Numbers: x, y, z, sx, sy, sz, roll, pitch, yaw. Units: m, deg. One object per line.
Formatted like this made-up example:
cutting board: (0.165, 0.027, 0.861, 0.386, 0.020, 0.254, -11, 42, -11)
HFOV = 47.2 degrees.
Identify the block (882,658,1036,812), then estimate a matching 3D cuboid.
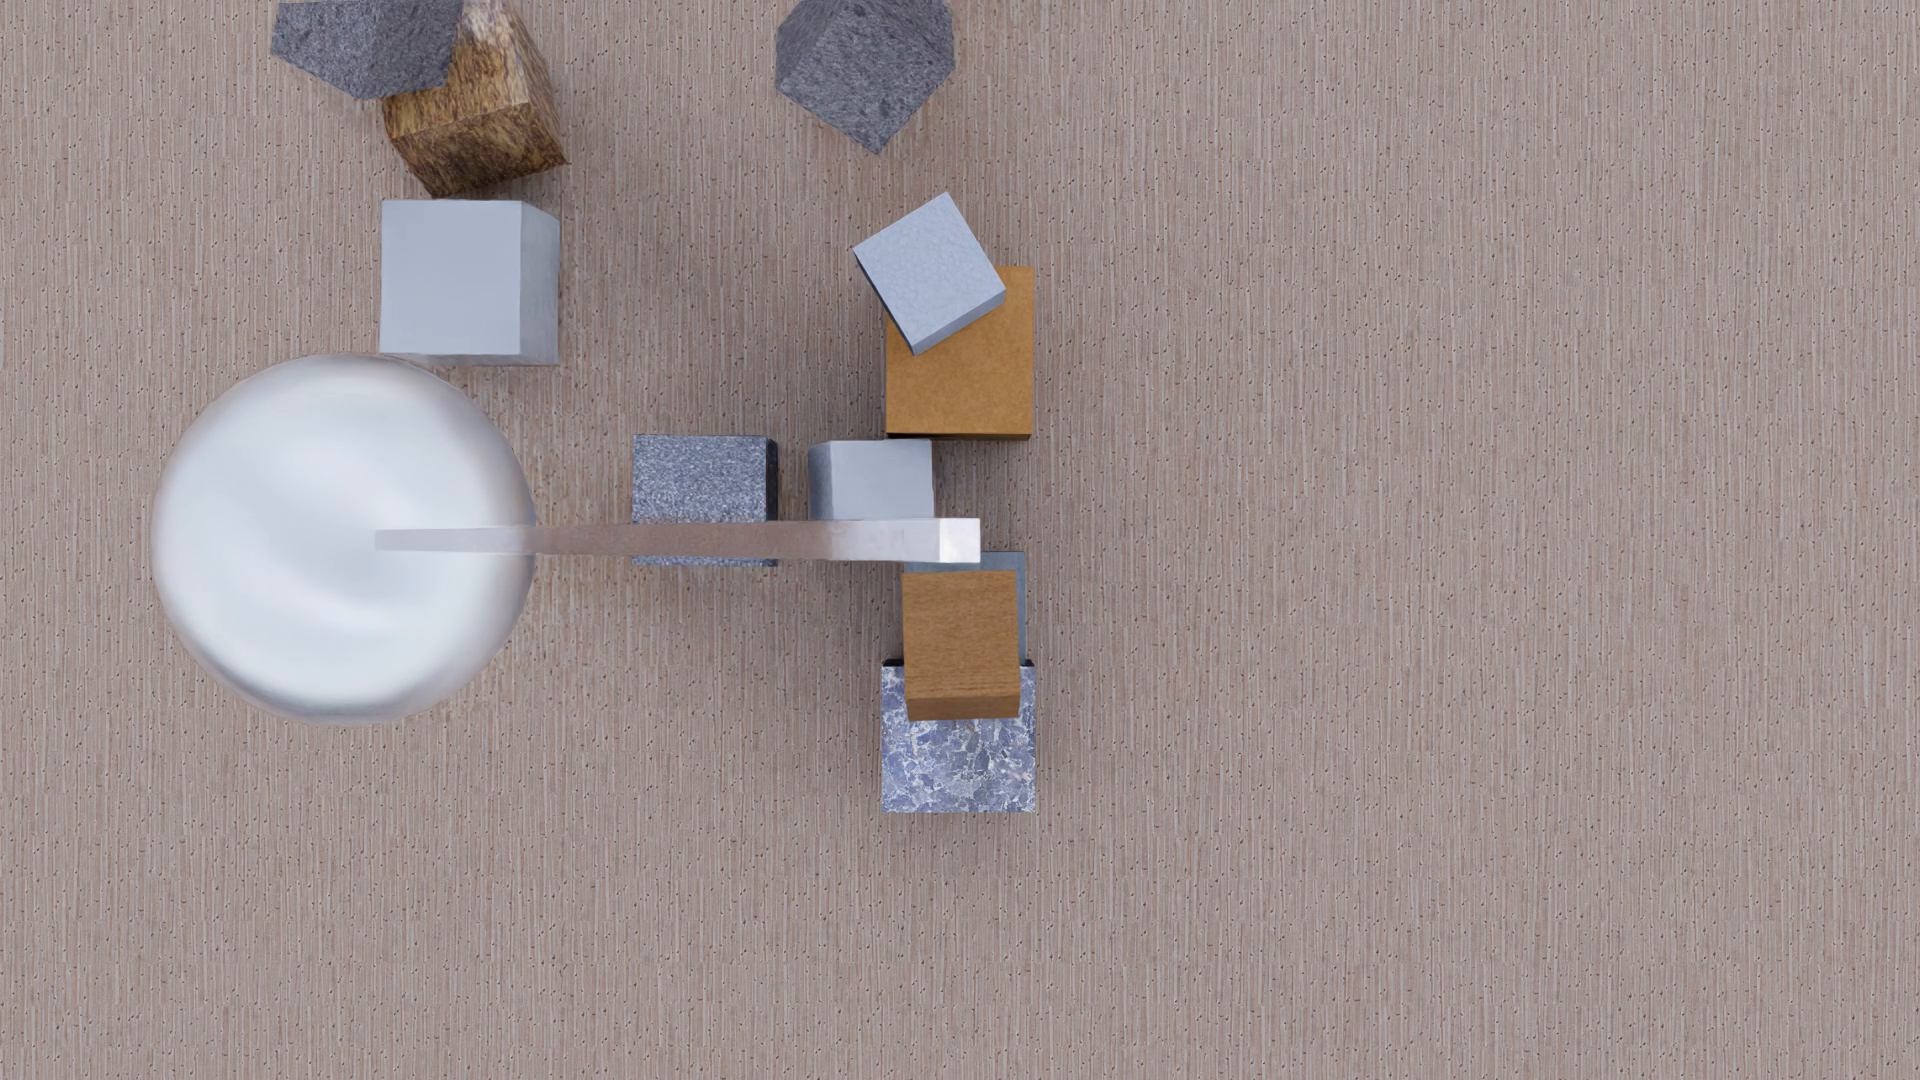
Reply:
block: (-0.009, 1.107, 12.601, 0.850, 0.797, 0.808, 0, 90, 0)

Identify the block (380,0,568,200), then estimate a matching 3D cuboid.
block: (-2.789, -2.502, 12.518, 0.806, 0.787, 0.672, -15, 73, 1)

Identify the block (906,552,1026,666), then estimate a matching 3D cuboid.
block: (0.034, 0.383, 12.650, 0.664, 0.700, 0.633, 0, 90, 0)

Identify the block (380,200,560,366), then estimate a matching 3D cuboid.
block: (-2.789, -1.459, 12.579, 0.790, 0.771, 0.855, 1, 90, 5)

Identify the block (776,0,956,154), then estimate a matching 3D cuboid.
block: (-0.524, -2.705, 12.091, 0.690, 0.638, 0.696, 30, 125, -27)

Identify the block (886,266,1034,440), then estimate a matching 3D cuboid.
block: (0.000, -1.053, 12.573, 0.809, 0.854, 0.926, 1, 90, 0)

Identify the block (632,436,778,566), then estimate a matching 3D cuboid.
block: (-1.448, -0.214, 12.618, 0.739, 0.748, 0.722, 0, 89, 1)

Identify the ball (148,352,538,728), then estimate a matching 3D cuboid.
ball: (-2.623, 0.000, 9.418, 1.600, 1.600, 1.600, 0, 90, 0)

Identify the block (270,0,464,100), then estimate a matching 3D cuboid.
block: (-3.148, -2.786, 11.729, 0.631, 0.691, 0.592, 29, 118, 16)

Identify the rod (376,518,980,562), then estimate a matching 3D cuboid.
rod: (-1.136, 0.000, 6.360, 0.080, 5.200, 0.080, 0, 90, -26)

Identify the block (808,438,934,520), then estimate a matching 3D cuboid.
block: (-0.513, -0.245, 12.613, 0.576, 0.647, 0.625, -2, 90, -15)

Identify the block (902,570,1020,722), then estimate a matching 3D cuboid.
block: (0.005, 0.578, 11.894, 0.605, 0.659, 0.677, -2, 75, 0)

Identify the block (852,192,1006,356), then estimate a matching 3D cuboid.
block: (-0.160, -1.415, 11.806, 0.577, 0.679, 0.597, -31, 90, 0)
